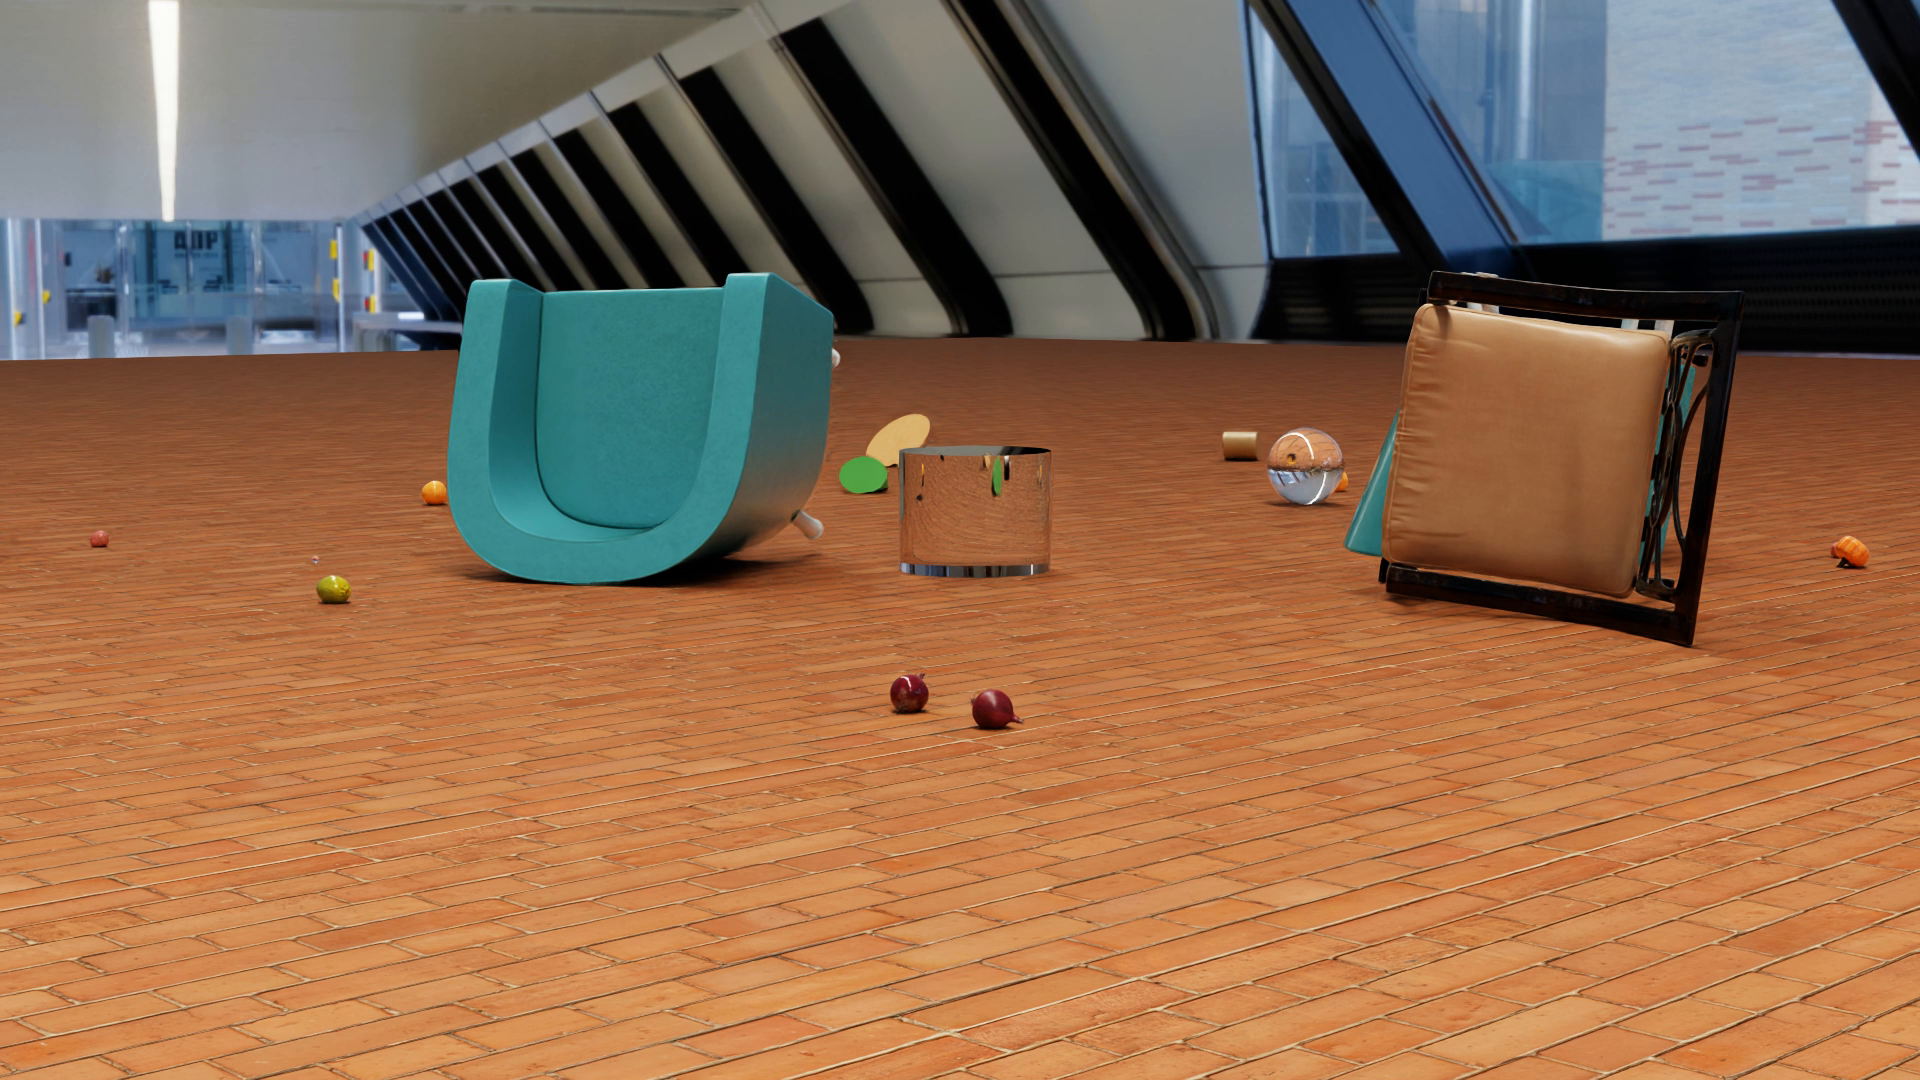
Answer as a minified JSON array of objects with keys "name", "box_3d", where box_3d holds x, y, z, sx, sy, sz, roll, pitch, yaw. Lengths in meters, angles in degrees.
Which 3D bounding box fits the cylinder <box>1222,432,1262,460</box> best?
[{"name":"cylinder","box_3d":[1.009,-0.337,9.178,0.119,0.095,0.128,2,-24,17]}]

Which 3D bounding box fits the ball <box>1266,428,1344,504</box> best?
[{"name":"ball","box_3d":[0.996,-0.213,7.401,0.222,0.222,0.222,0,6,0]}]

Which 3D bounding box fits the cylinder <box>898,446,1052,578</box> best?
[{"name":"cylinder","box_3d":[0.033,-0.068,5.770,0.343,0.267,0.343,1,6,6]}]

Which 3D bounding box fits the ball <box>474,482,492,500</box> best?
[{"name":"ball","box_3d":[-1.397,-0.141,7.524,0.053,0.053,0.053,0,6,0]}]

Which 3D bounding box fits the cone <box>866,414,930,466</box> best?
[{"name":"cone","box_3d":[-0.183,-0.304,8.937,0.275,0.123,0.247,1,49,46]}]

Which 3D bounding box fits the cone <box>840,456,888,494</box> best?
[{"name":"cone","box_3d":[-0.259,-0.183,7.913,0.151,0.113,0.268,-2,-7,15]}]
